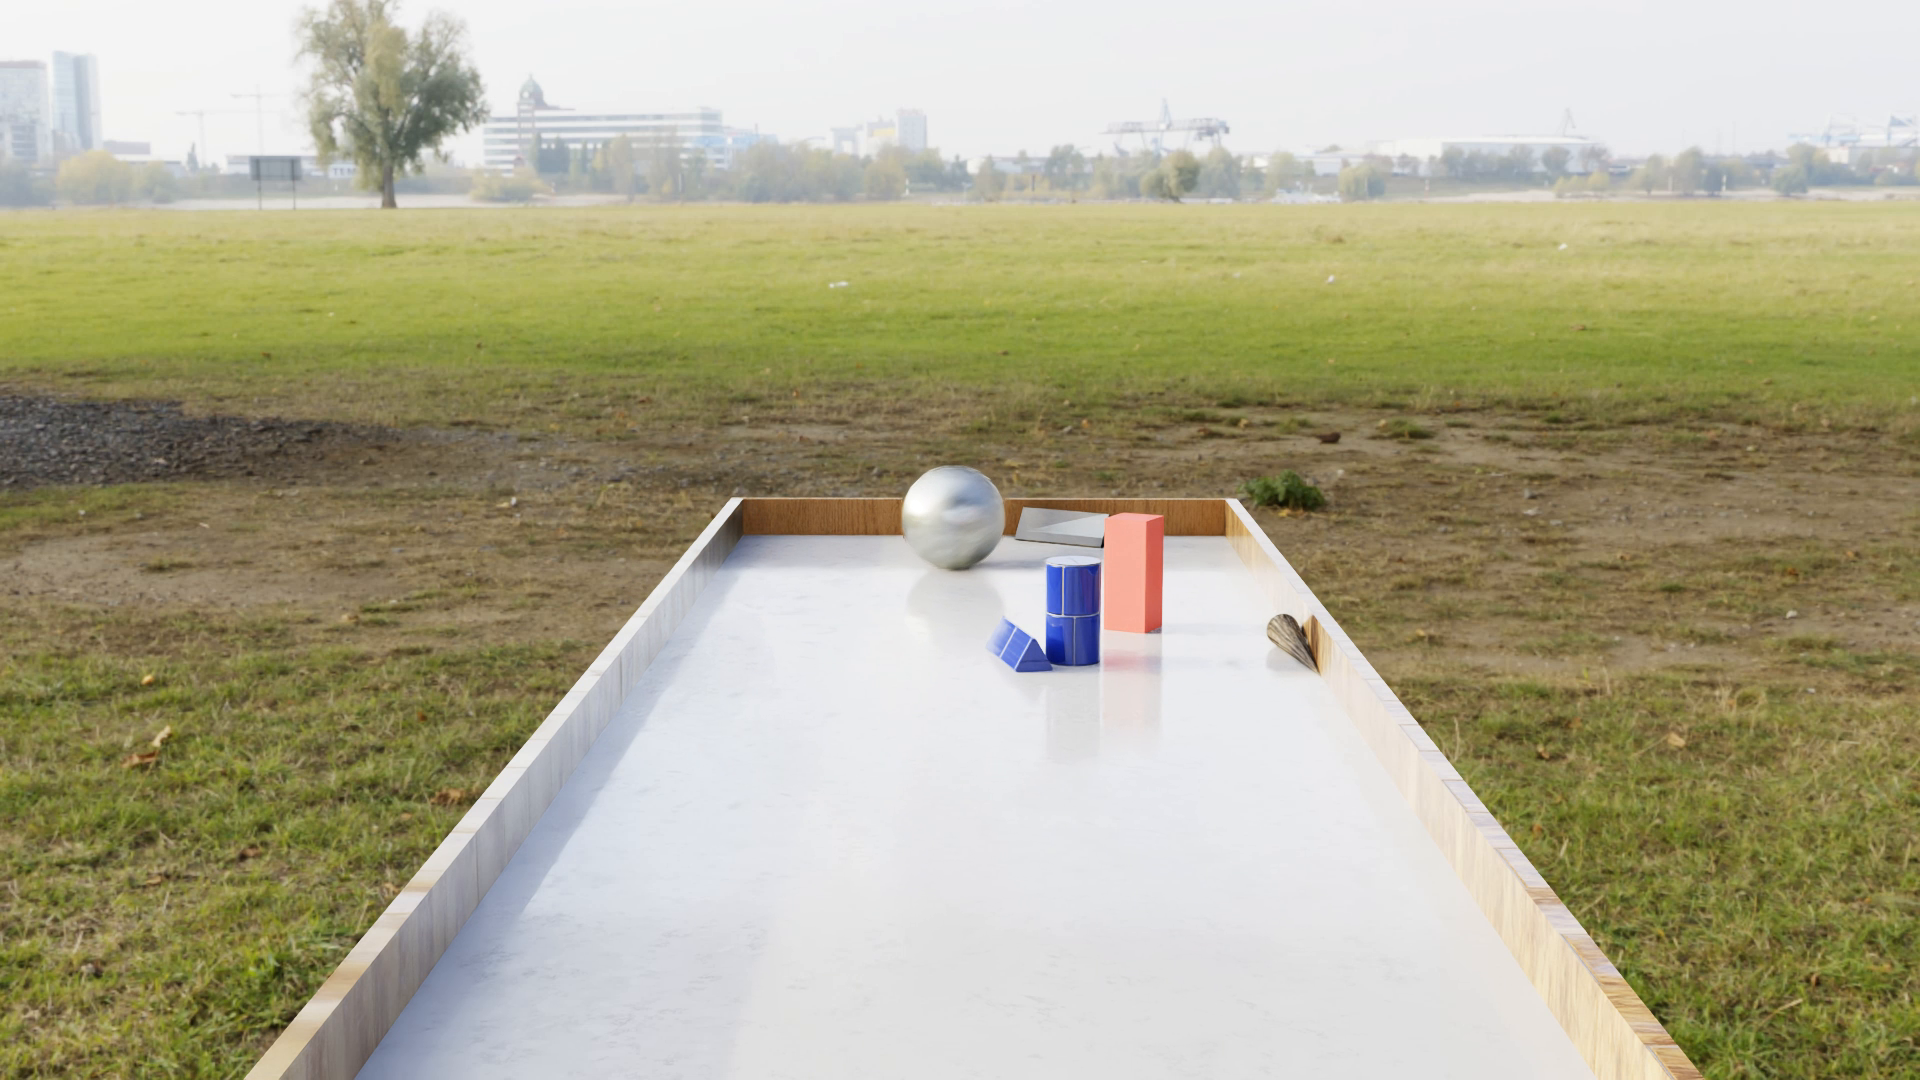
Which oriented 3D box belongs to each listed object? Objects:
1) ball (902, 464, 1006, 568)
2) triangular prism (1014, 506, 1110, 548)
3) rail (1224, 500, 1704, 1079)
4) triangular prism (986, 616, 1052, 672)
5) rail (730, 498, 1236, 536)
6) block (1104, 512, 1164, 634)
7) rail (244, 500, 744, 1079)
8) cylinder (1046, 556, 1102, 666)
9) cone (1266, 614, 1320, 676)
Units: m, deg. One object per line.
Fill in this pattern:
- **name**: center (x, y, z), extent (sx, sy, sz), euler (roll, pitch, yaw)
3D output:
- **ball**: center (-0.025, -0.088, 8.307), extent (0.393, 0.393, 0.393), euler (0, 9, 0)
- **triangular prism**: center (0.432, -0.058, 8.949), extent (0.399, 0.127, 0.147), euler (6, 11, 31)
- **rail**: center (1.046, 0.843, 3.208), extent (0.050, 0.150, 12.000), euler (0, 9, 1)
- **triangular prism**: center (0.178, 0.313, 6.703), extent (0.114, 0.099, 0.359), euler (-2, 9, -14)
- **rail**: center (0.099, -0.098, 9.147), extent (2.100, 0.150, 0.050), euler (0, 9, 1)
- **block**: center (0.566, 0.106, 7.168), extent (0.146, 0.366, 0.146), euler (5, 10, 28)
- **rail**: center (-1.004, 0.839, 3.234), extent (0.050, 0.150, 12.000), euler (0, 9, 1)
- **cylinder**: center (0.343, 0.214, 6.668), extent (0.169, 0.310, 0.169), euler (0, 9, 0)
- **cone**: center (1.038, 0.342, 6.689), extent (0.103, 0.103, 0.459), euler (-1, 15, -6)
